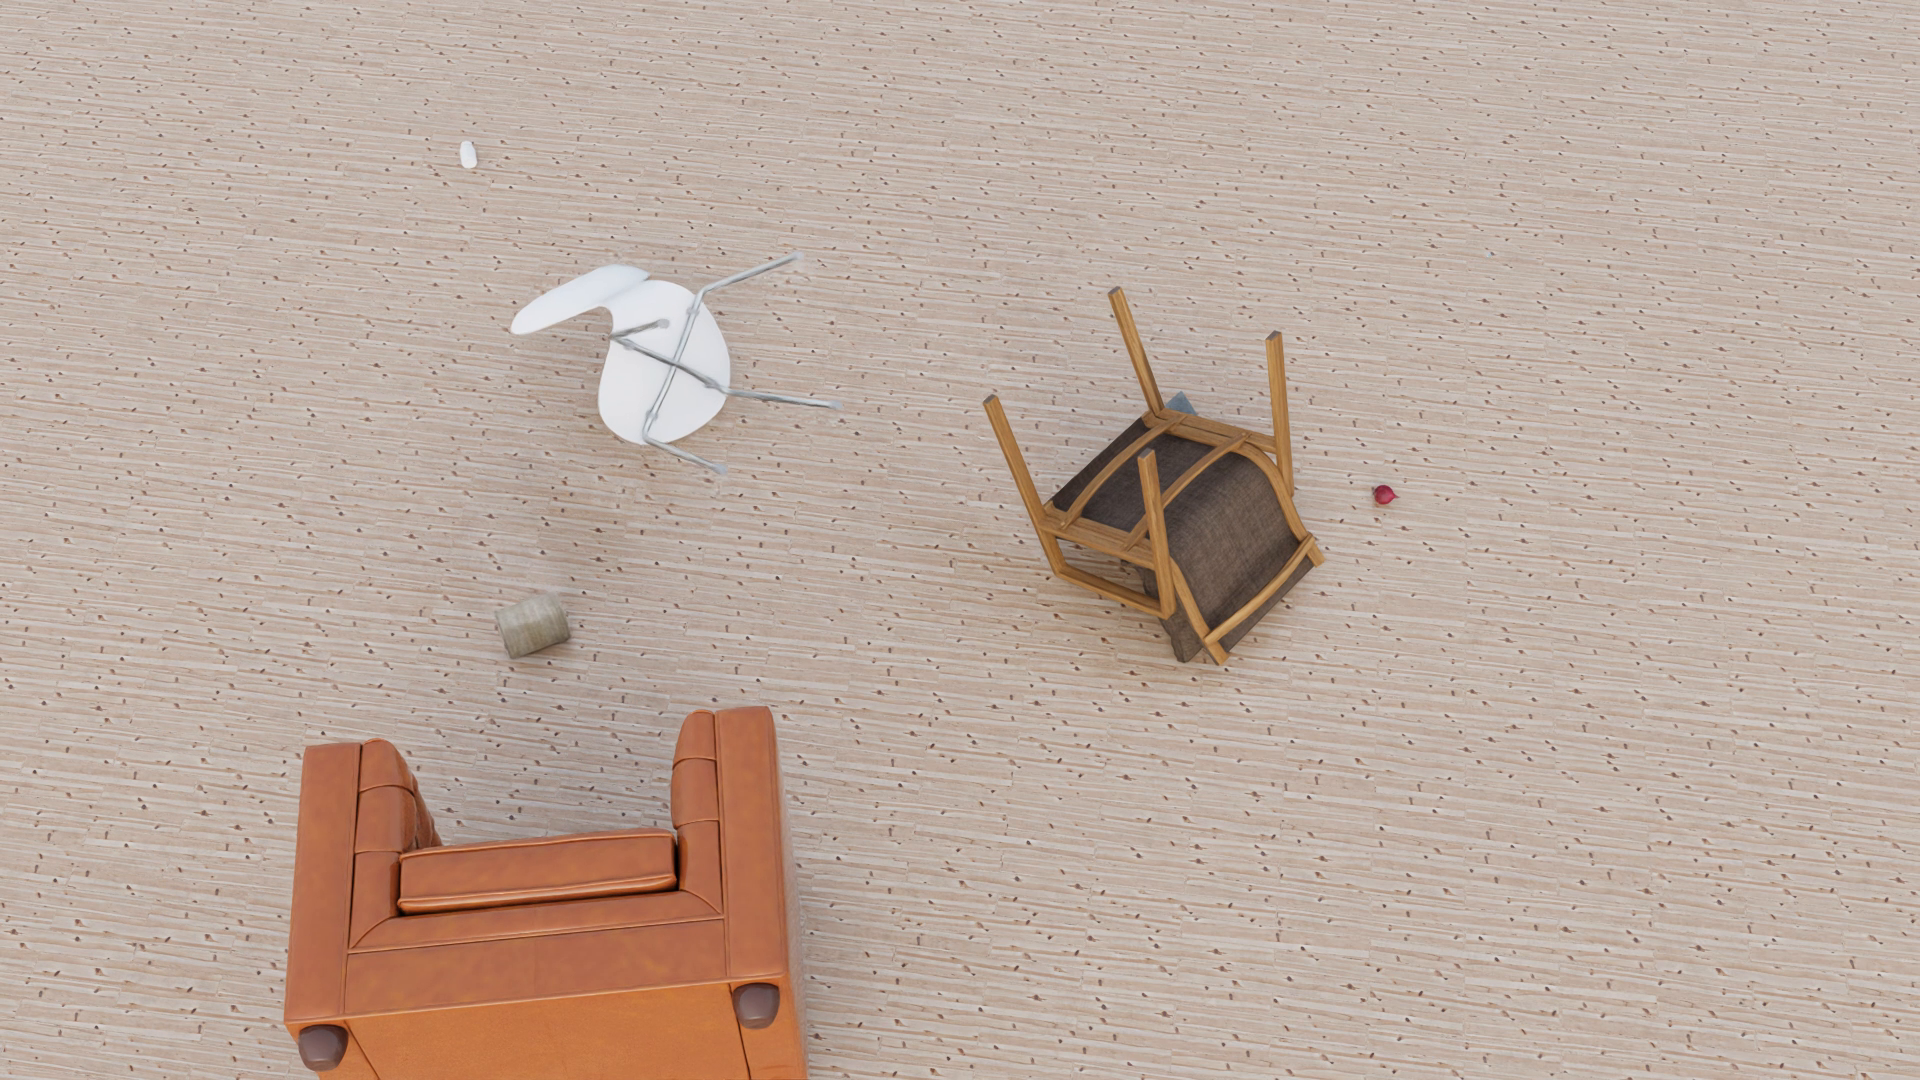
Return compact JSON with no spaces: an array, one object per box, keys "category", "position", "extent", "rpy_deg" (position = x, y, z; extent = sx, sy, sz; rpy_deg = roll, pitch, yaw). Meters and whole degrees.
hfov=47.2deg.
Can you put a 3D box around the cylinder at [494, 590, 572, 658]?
[{"category":"cylinder","position":[-1.224,0.242,6.300],"extent":[0.180,0.186,0.122],"rpy_deg":[-20,58,-13]}]

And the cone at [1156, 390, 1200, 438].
[{"category":"cone","position":[0.675,-0.414,6.759],"extent":[0.135,0.154,0.134],"rpy_deg":[10,57,6]}]
